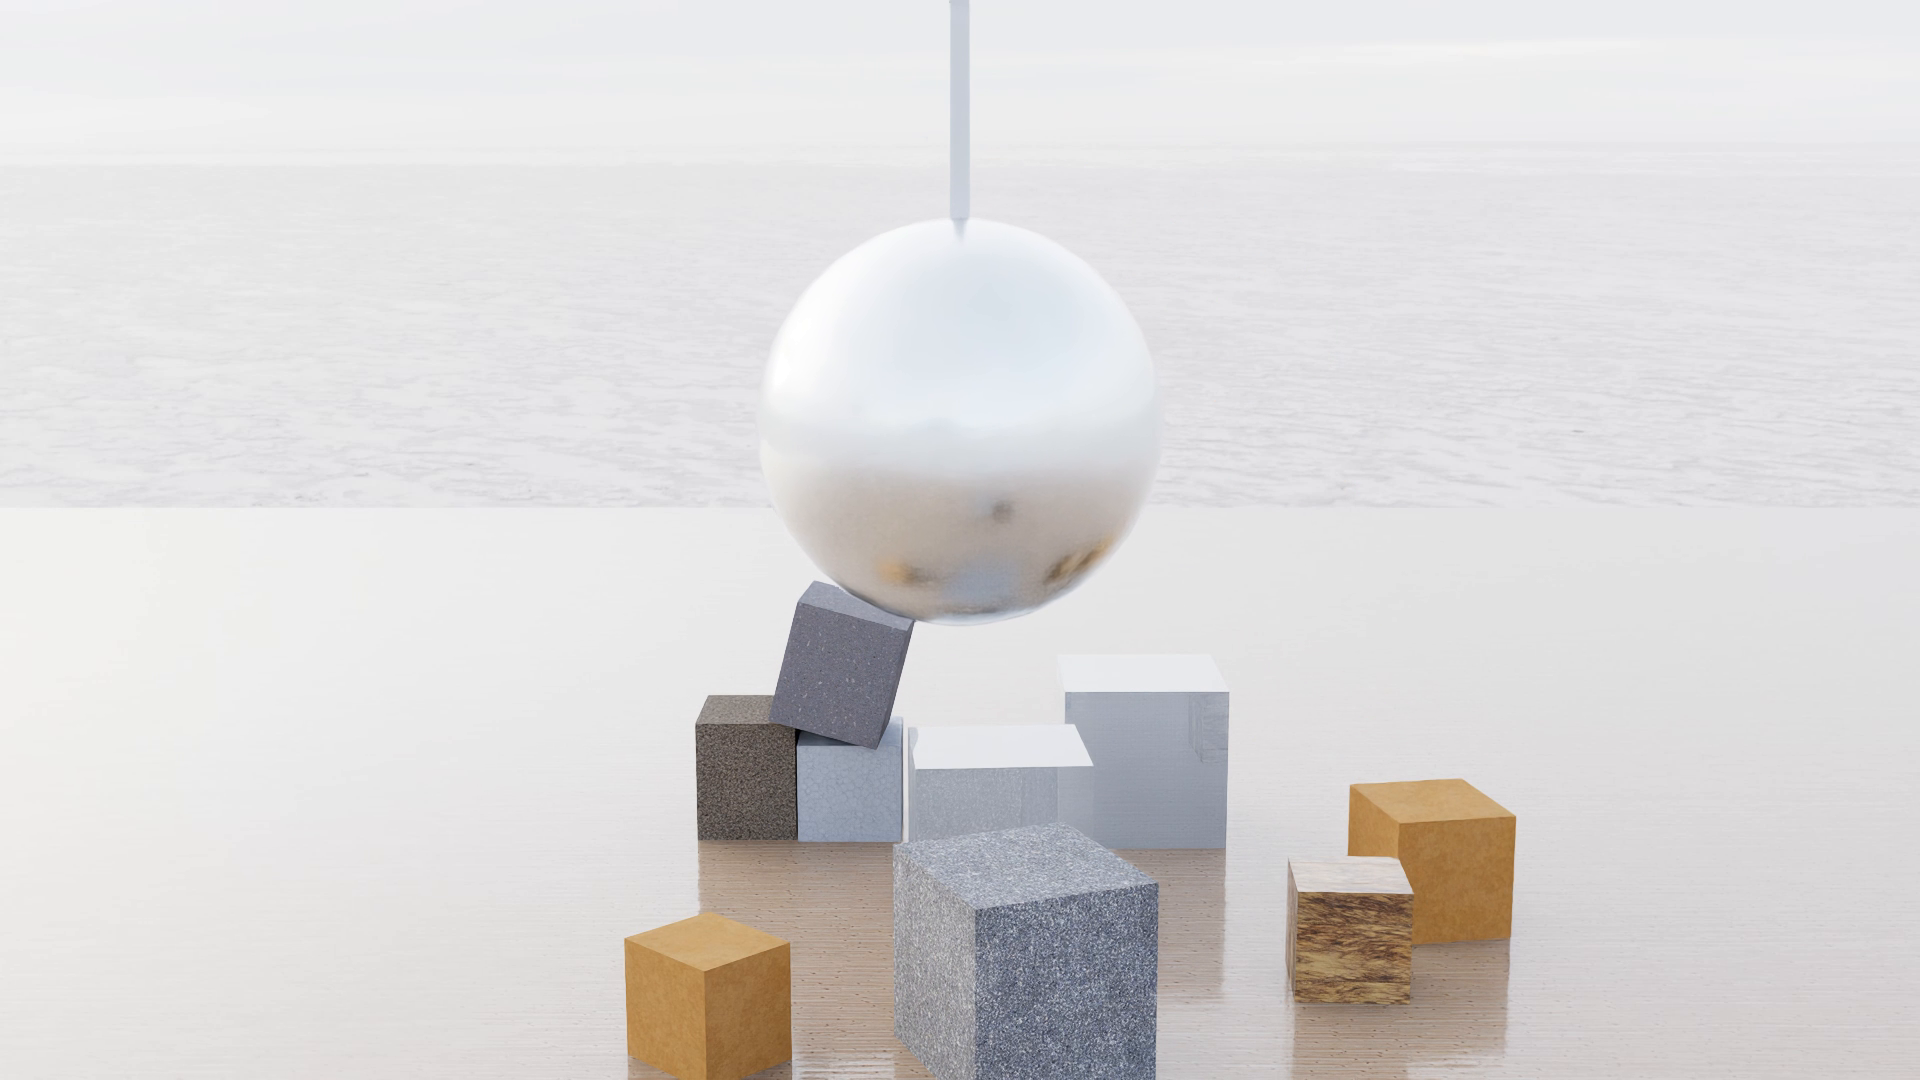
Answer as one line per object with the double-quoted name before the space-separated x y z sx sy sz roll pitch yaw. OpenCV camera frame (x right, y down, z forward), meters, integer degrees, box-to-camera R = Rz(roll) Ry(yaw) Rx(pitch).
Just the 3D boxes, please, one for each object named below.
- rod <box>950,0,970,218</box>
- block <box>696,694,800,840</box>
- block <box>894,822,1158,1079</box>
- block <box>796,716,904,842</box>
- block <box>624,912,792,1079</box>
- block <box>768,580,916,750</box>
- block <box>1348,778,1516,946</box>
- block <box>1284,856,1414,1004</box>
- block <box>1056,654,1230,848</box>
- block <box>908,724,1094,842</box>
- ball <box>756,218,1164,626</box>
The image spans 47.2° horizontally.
"rod" 0.000 -3.771 9.437 0.080 5.200 0.080 0 -13 0
"block" -1.083 1.173 11.411 0.503 0.610 0.588 0 10 0
"block" 0.238 1.619 8.442 0.742 0.793 0.807 -4 11 -23
"block" -0.561 1.231 11.394 0.522 0.502 0.584 0 10 0
"block" -0.972 1.772 8.494 0.489 0.475 0.421 10 14 44
"block" -0.588 0.628 11.199 0.562 0.632 0.540 15 11 2
"block" 2.131 1.453 9.994 0.548 0.565 0.602 -2 10 -11
"block" 1.629 1.633 9.248 0.469 0.478 0.466 1 10 3
"block" 0.925 1.079 11.364 0.817 0.812 0.803 0 10 0
"block" 0.173 1.322 10.134 0.790 0.773 0.704 -1 10 -4
"ball" 0.000 -0.462 8.656 1.600 1.600 1.600 0 10 0
